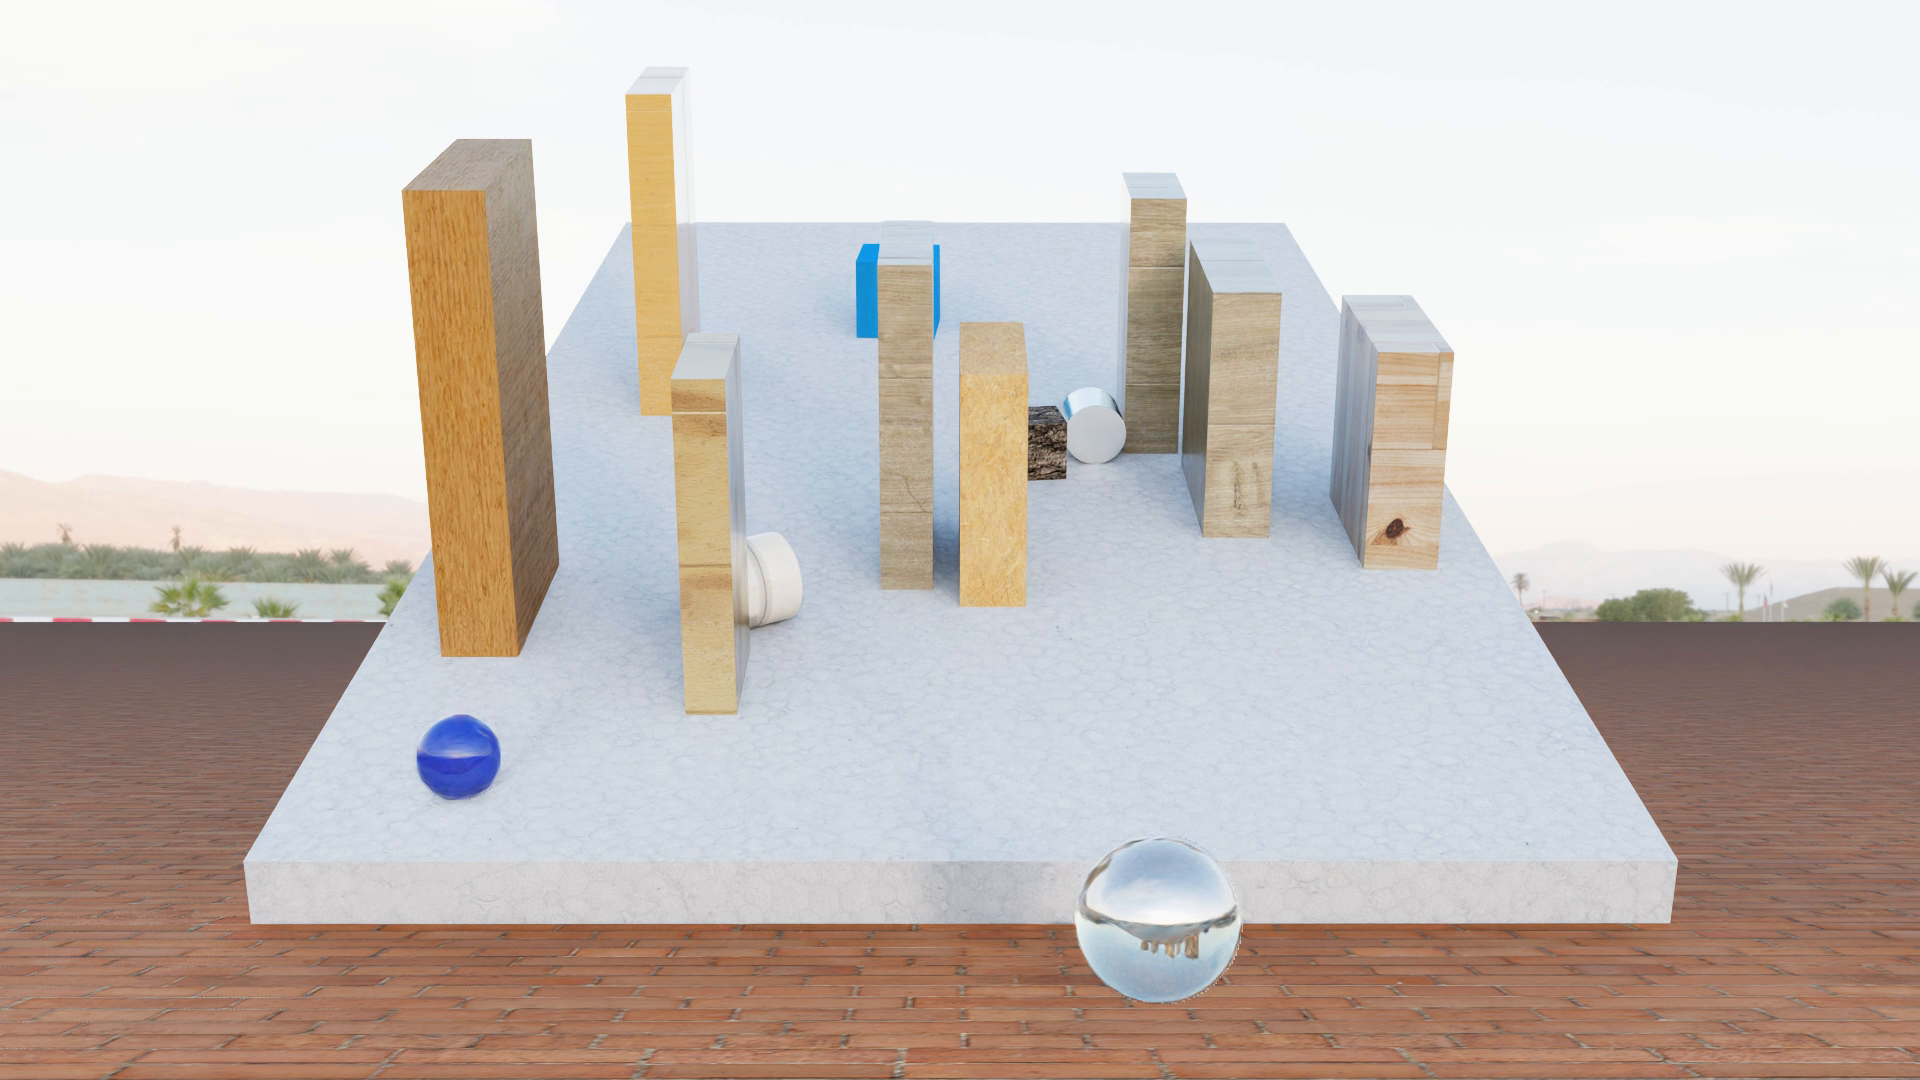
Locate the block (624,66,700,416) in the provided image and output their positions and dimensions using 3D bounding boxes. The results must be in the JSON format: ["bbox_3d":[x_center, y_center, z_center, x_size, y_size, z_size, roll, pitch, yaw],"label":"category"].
[{"bbox_3d":[-0.665,-0.678,5.139,0.098,0.715,0.371,0,21,0],"label":"block"}]

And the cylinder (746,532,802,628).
[{"bbox_3d":[-0.379,0.076,3.934,0.156,0.156,0.156,-14,6,-32],"label":"cylinder"}]

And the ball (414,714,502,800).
[{"bbox_3d":[-0.735,0.318,3.337,0.125,0.125,0.125,0,-2,0],"label":"ball"}]

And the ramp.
[{"bbox_3d":[-0.005,-0.212,5.062,2.000,0.100,4.000,0,21,0],"label":"ramp"}]

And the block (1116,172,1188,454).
[{"bbox_3d":[0.406,-0.488,4.874,0.116,0.550,0.265,0,21,0],"label":"block"}]

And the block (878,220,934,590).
[{"bbox_3d":[-0.096,-0.252,4.175,0.094,0.601,0.346,0,21,0],"label":"block"}]

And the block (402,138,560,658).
[{"bbox_3d":[-0.808,-0.250,3.893,0.130,0.794,0.429,0,21,0],"label":"block"}]

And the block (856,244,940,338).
[{"bbox_3d":[-0.155,-0.628,5.746,0.195,0.195,0.195,1,21,3],"label":"block"}]

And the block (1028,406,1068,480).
[{"bbox_3d":[0.150,-0.200,4.717,0.121,0.121,0.121,-3,21,-9],"label":"block"}]

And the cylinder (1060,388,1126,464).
[{"bbox_3d":[0.280,-0.243,4.821,0.129,0.129,0.129,0,21,-3],"label":"cylinder"}]

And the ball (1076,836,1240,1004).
[{"bbox_3d":[0.222,0.427,2.561,0.185,0.185,0.185,0,-2,0],"label":"ball"}]

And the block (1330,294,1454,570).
[{"bbox_3d":[0.815,-0.212,4.332,0.136,0.418,0.407,0,21,0],"label":"block"}]

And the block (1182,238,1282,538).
[{"bbox_3d":[0.529,-0.308,4.490,0.127,0.484,0.439,0,21,0],"label":"block"}]

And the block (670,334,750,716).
[{"bbox_3d":[-0.396,-0.027,3.642,0.082,0.556,0.258,0,21,0],"label":"block"}]

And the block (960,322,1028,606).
[{"bbox_3d":[0.058,-0.142,4.127,0.117,0.429,0.340,0,21,0],"label":"block"}]
